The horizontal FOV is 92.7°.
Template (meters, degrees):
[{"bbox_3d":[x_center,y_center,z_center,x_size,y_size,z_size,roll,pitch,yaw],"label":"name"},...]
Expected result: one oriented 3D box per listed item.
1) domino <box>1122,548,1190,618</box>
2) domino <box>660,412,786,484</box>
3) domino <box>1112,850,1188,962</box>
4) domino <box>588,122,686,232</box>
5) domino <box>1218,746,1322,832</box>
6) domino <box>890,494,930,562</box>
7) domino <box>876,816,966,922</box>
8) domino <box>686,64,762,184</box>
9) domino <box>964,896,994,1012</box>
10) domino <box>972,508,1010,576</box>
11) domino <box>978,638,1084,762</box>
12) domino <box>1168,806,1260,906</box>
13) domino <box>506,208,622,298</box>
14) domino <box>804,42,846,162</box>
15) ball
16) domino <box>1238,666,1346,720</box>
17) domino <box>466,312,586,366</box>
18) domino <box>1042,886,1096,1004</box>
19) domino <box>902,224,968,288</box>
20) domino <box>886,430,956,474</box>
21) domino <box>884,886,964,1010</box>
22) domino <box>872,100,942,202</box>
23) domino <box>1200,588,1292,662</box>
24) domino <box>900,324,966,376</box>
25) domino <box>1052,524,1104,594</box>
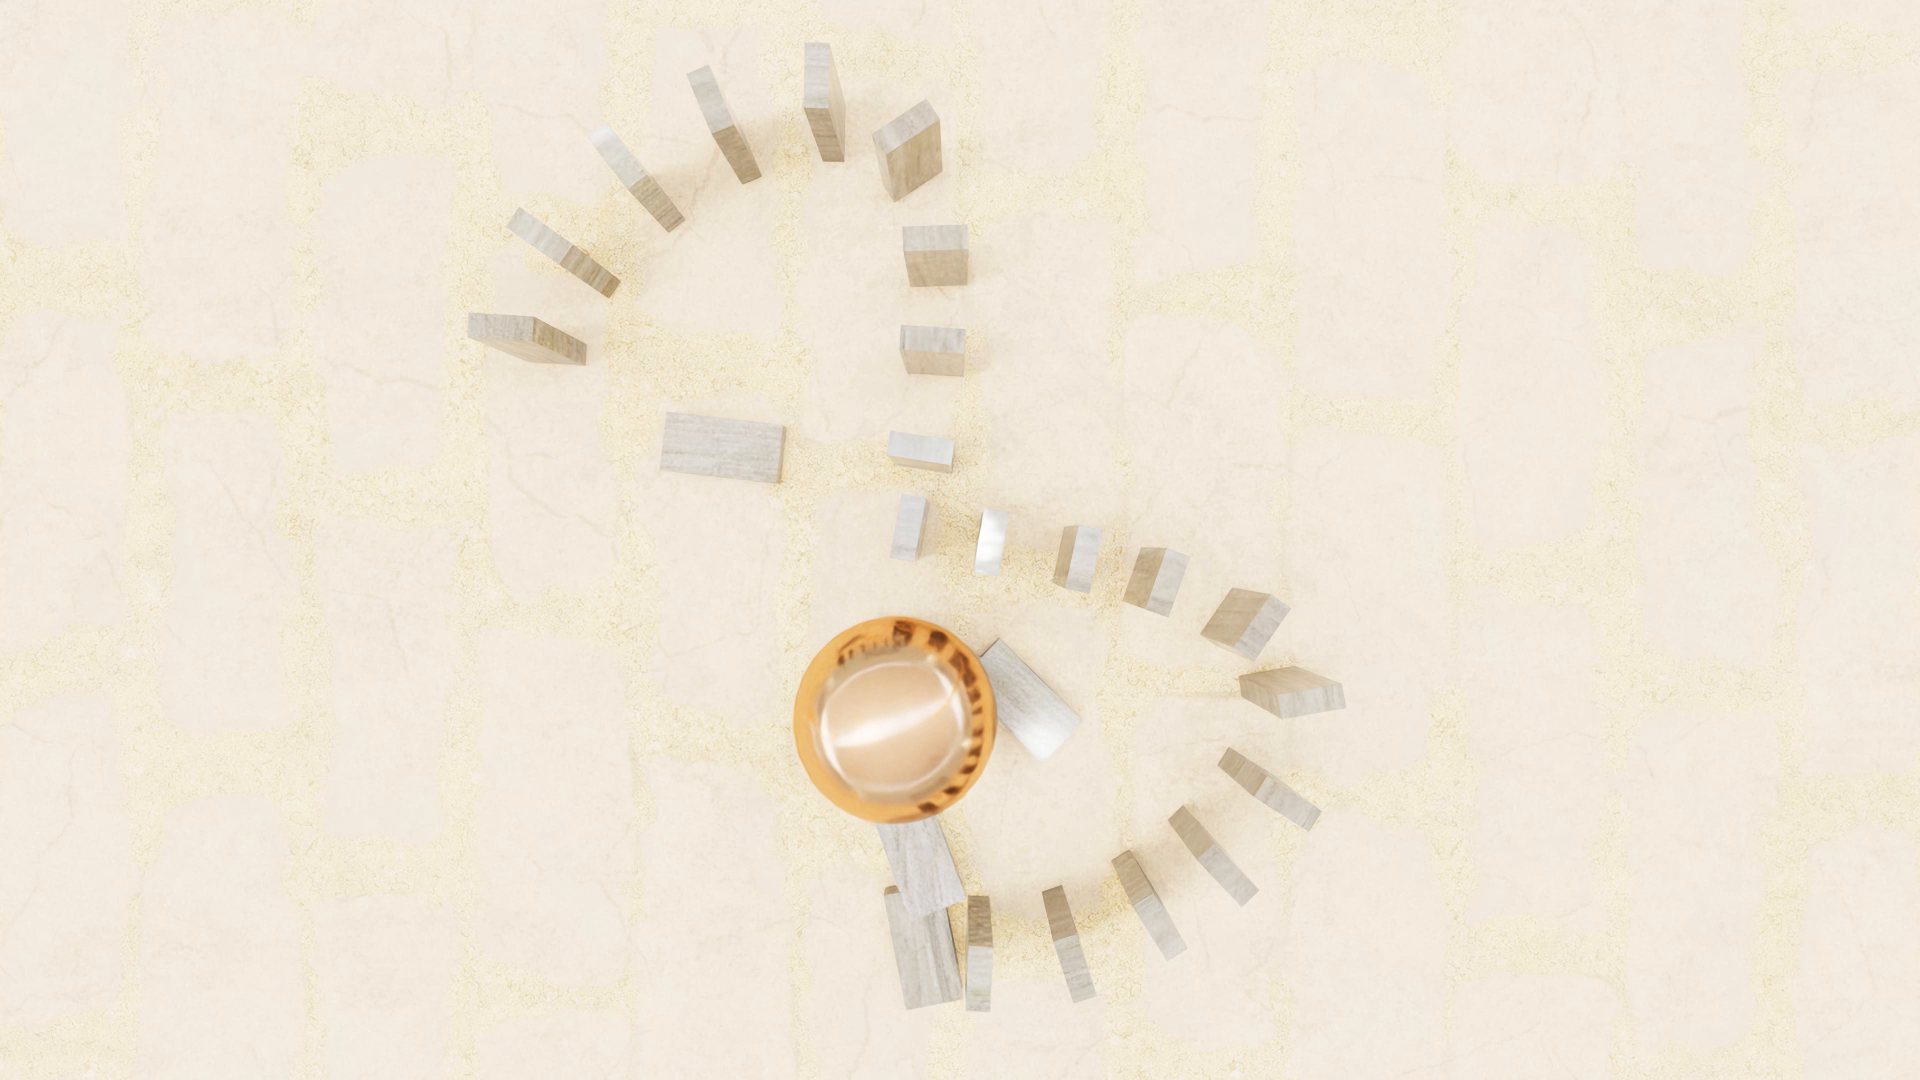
[{"bbox_3d":[0.079,0.016,0.375,0.009,0.050,0.025,20,90,0],"label":"domino"},{"bbox_3d":[-0.102,-0.039,0.395,0.050,0.009,0.025,7,90,0],"label":"domino"},{"bbox_3d":[0.077,0.148,0.375,0.010,0.050,0.025,-32,90,0],"label":"domino"},{"bbox_3d":[-0.131,-0.147,0.375,0.009,0.050,0.025,-38,90,0],"label":"domino"},{"bbox_3d":[0.125,0.101,0.375,0.025,0.050,0.010,32,90,0],"label":"domino"},{"bbox_3d":[-0.020,-0.005,0.375,0.009,0.050,0.025,11,90,0],"label":"domino"},{"bbox_3d":[-0.018,0.132,0.389,0.025,0.009,0.050,-21,77,-2],"label":"domino"},{"bbox_3d":[-0.096,-0.168,0.375,0.009,0.050,0.025,-23,90,0],"label":"domino"},{"bbox_3d":[0.007,0.168,0.375,0.009,0.050,0.025,3,90,0],"label":"domino"},{"bbox_3d":[0.012,0.001,0.375,0.009,0.050,0.025,9,90,0],"label":"domino"},{"bbox_3d":[0.026,0.069,0.395,0.050,0.010,0.025,44,90,0],"label":"domino"},{"bbox_3d":[0.102,0.128,0.375,0.009,0.050,0.025,-43,90,0],"label":"domino"},{"bbox_3d":[-0.161,-0.116,0.375,0.025,0.050,0.010,35,90,0],"label":"domino"},{"bbox_3d":[-0.055,-0.178,0.375,0.010,0.050,0.025,1,90,0],"label":"domino"},{"bbox_3d":[-0.025,0.070,0.360,0.080,0.080,0.080,0,90,0],"label":"ball"},{"bbox_3d":[0.135,0.062,0.375,0.025,0.050,0.010,-10,90,0],"label":"domino"},{"bbox_3d":[-0.176,-0.082,0.375,0.025,0.050,0.009,4,90,0],"label":"domino"},{"bbox_3d":[0.044,0.164,0.375,0.009,0.050,0.025,-18,90,0],"label":"domino"},{"bbox_3d":[-0.009,-0.115,0.375,0.025,0.050,0.010,-2,90,0],"label":"domino"},{"bbox_3d":[-0.015,-0.035,0.375,0.025,0.050,0.010,9,90,0],"label":"domino"},{"bbox_3d":[-0.016,0.174,0.395,0.025,0.009,0.050,-11,90,0],"label":"domino"},{"bbox_3d":[-0.021,-0.158,0.375,0.025,0.050,0.009,-33,90,0],"label":"domino"},{"bbox_3d":[0.116,0.034,0.375,0.009,0.050,0.025,35,90,0],"label":"domino"},{"bbox_3d":[-0.010,-0.077,0.375,0.025,0.050,0.010,4,90,0],"label":"domino"},{"bbox_3d":[0.047,0.007,0.375,0.009,0.050,0.025,12,90,0],"label":"domino"}]
